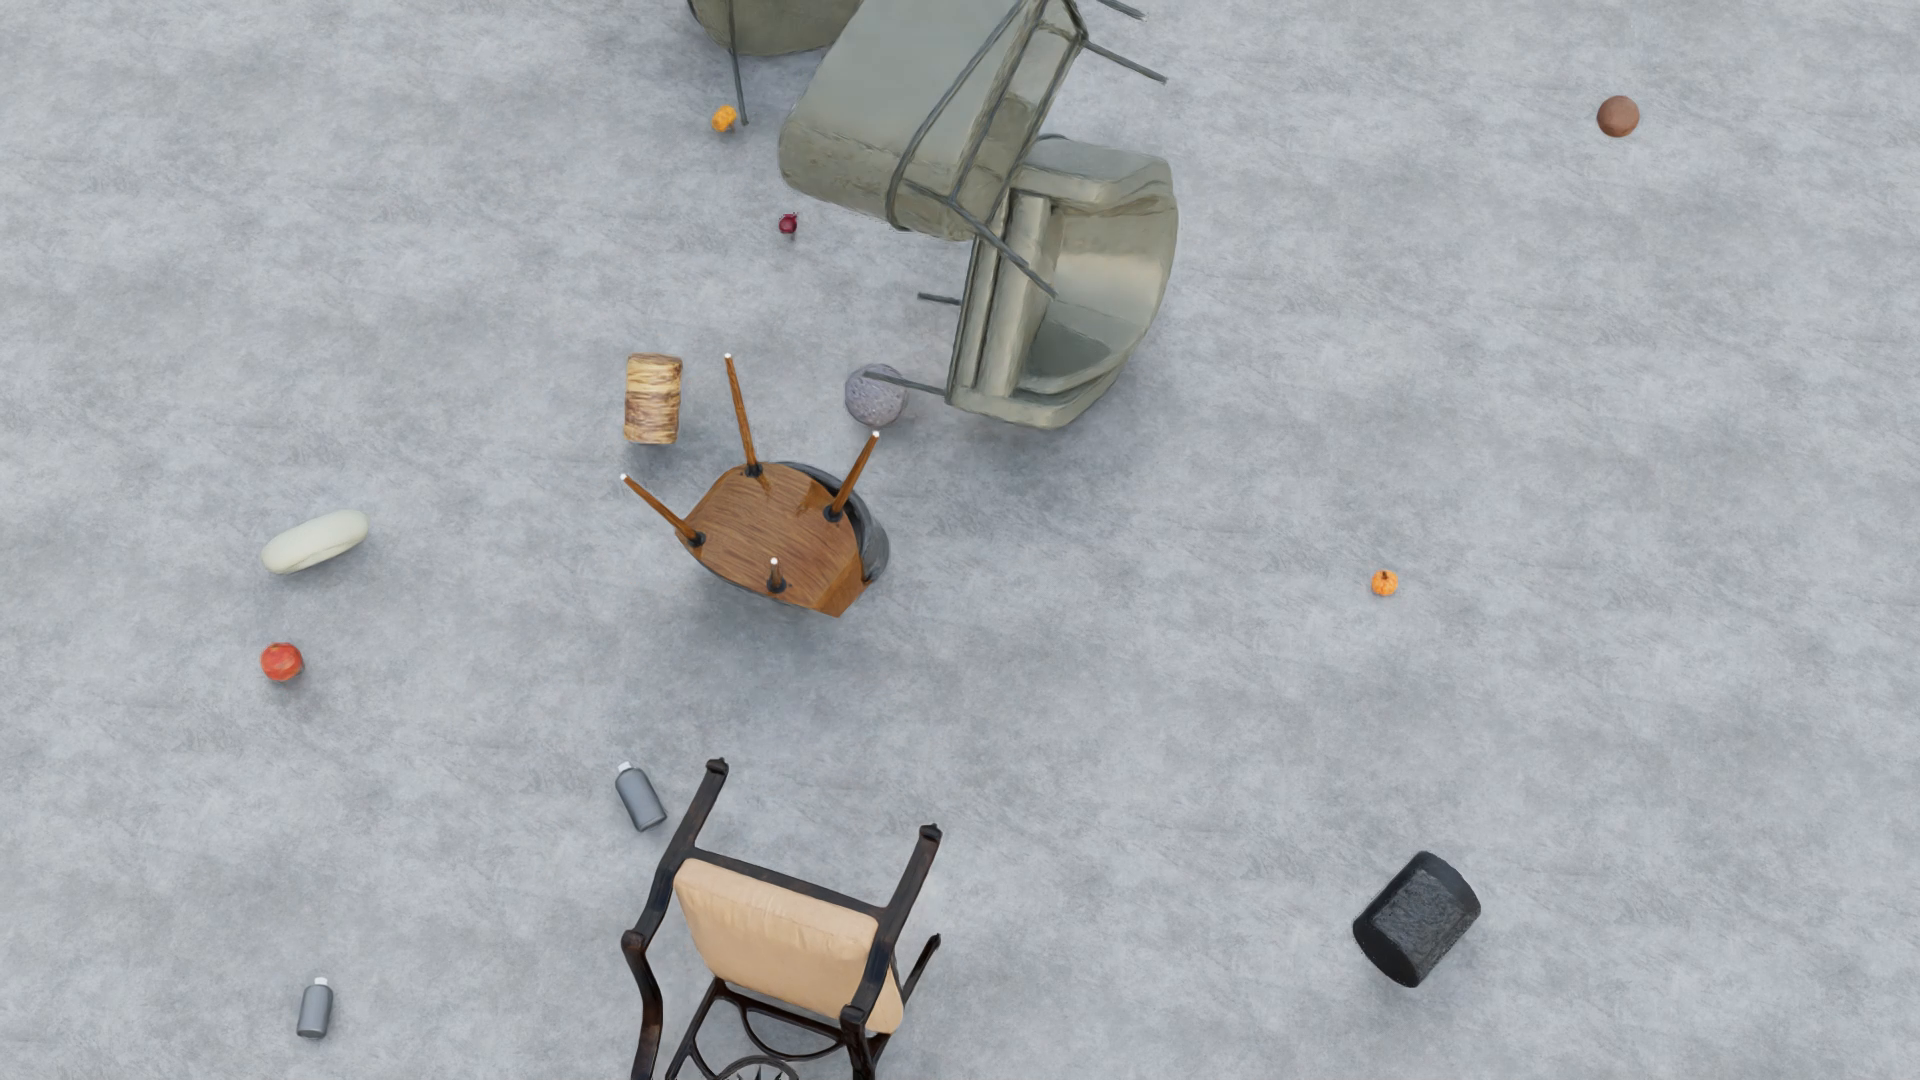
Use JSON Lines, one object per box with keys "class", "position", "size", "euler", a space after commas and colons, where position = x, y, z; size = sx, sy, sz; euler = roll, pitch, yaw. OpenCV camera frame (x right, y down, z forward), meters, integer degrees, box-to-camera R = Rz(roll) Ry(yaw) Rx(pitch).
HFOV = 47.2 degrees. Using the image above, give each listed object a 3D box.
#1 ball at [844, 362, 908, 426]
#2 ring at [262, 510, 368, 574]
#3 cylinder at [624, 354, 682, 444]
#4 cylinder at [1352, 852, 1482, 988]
{"class": "ball", "position": [-0.258, -0.445, 6.755], "size": [0.196, 0.196, 0.196], "euler": [0, 56, 0]}
{"class": "ring", "position": [-1.904, 0.004, 6.498], "size": [0.330, 0.118, 0.104], "euler": [-24, 76, -14]}
{"class": "cylinder", "position": [-0.931, -0.430, 6.670], "size": [0.164, 0.245, 0.207], "euler": [4, 12, -8]}
{"class": "cylinder", "position": [1.202, 0.998, 5.786], "size": [0.274, 0.182, 0.235], "euler": [-41, 95, -24]}
